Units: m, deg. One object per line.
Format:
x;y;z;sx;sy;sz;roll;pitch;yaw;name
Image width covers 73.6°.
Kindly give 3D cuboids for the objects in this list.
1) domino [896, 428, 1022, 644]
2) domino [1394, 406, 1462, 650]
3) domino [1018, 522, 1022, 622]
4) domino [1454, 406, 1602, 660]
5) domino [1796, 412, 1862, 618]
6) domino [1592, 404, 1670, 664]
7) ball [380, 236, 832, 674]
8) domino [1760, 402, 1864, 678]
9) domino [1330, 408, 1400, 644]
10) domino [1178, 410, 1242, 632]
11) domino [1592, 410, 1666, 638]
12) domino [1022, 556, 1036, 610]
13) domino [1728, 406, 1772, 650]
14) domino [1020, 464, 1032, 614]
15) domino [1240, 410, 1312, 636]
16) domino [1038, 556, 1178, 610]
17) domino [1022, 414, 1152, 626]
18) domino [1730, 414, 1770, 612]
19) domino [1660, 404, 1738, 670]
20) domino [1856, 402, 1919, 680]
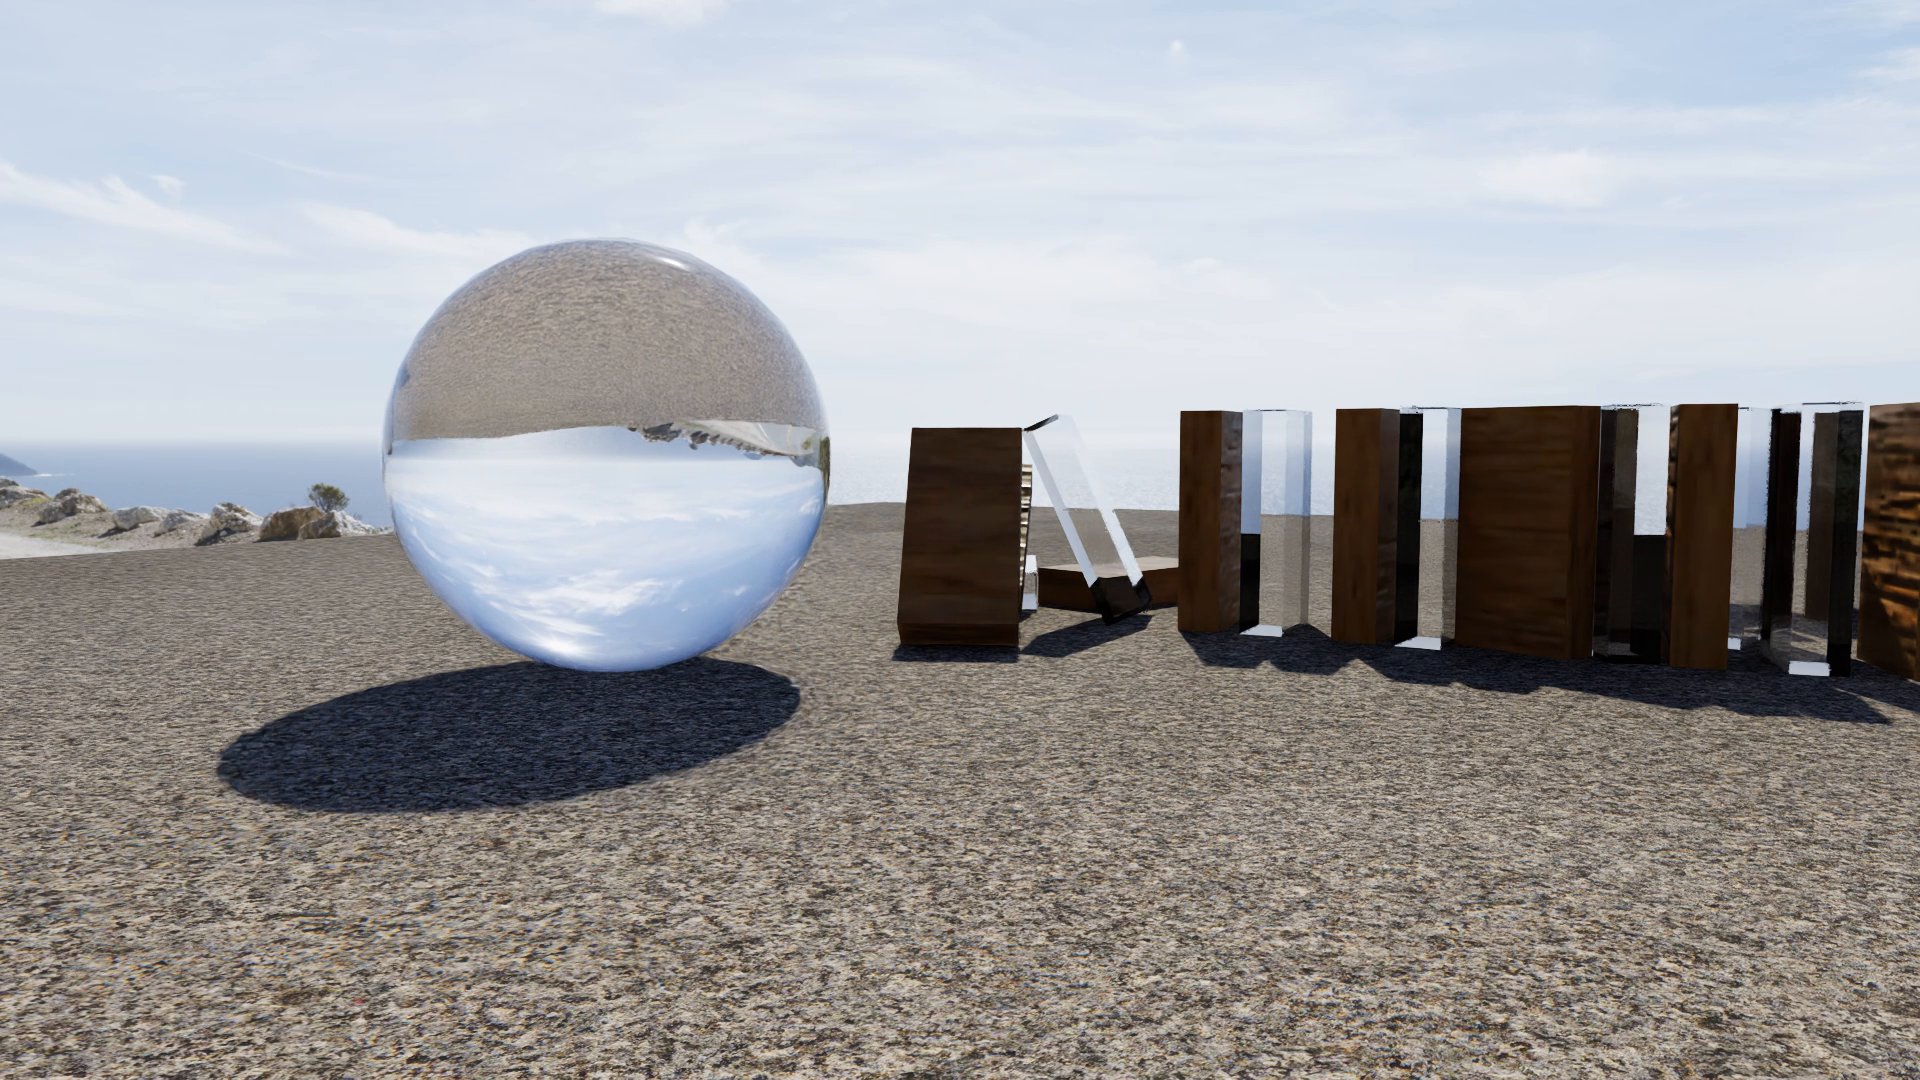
0.001;-0.002;0.282;0.025;0.050;0.010;0;-31;4;domino
0.103;-0.003;0.276;0.010;0.050;0.025;3;5;36;domino
0.002;-0.003;0.305;0.025;0.050;0.010;0;-31;4;domino
0.116;-0.002;0.264;0.009;0.050;0.025;-3;5;-32;domino
0.221;-0.007;0.325;0.010;0.050;0.025;4;6;40;domino
0.132;-0.002;0.259;0.010;0.050;0.025;1;4;9;domino
-0.064;-0.015;0.238;0.080;0.080;0.080;0;4;0;ball
0.163;-0.001;0.246;0.010;0.050;0.025;2;5;21;domino
0.091;-0.004;0.284;0.009;0.050;0.025;3;5;33;domino
0.059;-0.005;0.302;0.009;0.050;0.025;2;5;25;domino
0.153;-0.004;0.290;0.025;0.050;0.009;-3;5;-36;domino
0.009;0.011;0.356;0.025;0.009;0.050;0;4;3;domino
0.167;-0.003;0.276;0.009;0.050;0.025;4;6;43;domino
0.005;-0.002;0.335;0.025;0.010;0.050;2;40;5;domino
0.073;-0.005;0.295;0.010;0.050;0.025;2;5;28;domino
0.048;0.011;0.352;0.050;0.010;0.025;-4;6;-43;domino
0.031;-0.005;0.311;0.010;0.050;0.025;-24;-2;14;domino
0.205;-0.008;0.336;0.009;0.050;0.025;2;5;28;domino
0.145;-0.001;0.253;0.009;0.050;0.025;2;5;24;domino
0.180;0.000;0.240;0.010;0.050;0.025;1;4;15;domino
